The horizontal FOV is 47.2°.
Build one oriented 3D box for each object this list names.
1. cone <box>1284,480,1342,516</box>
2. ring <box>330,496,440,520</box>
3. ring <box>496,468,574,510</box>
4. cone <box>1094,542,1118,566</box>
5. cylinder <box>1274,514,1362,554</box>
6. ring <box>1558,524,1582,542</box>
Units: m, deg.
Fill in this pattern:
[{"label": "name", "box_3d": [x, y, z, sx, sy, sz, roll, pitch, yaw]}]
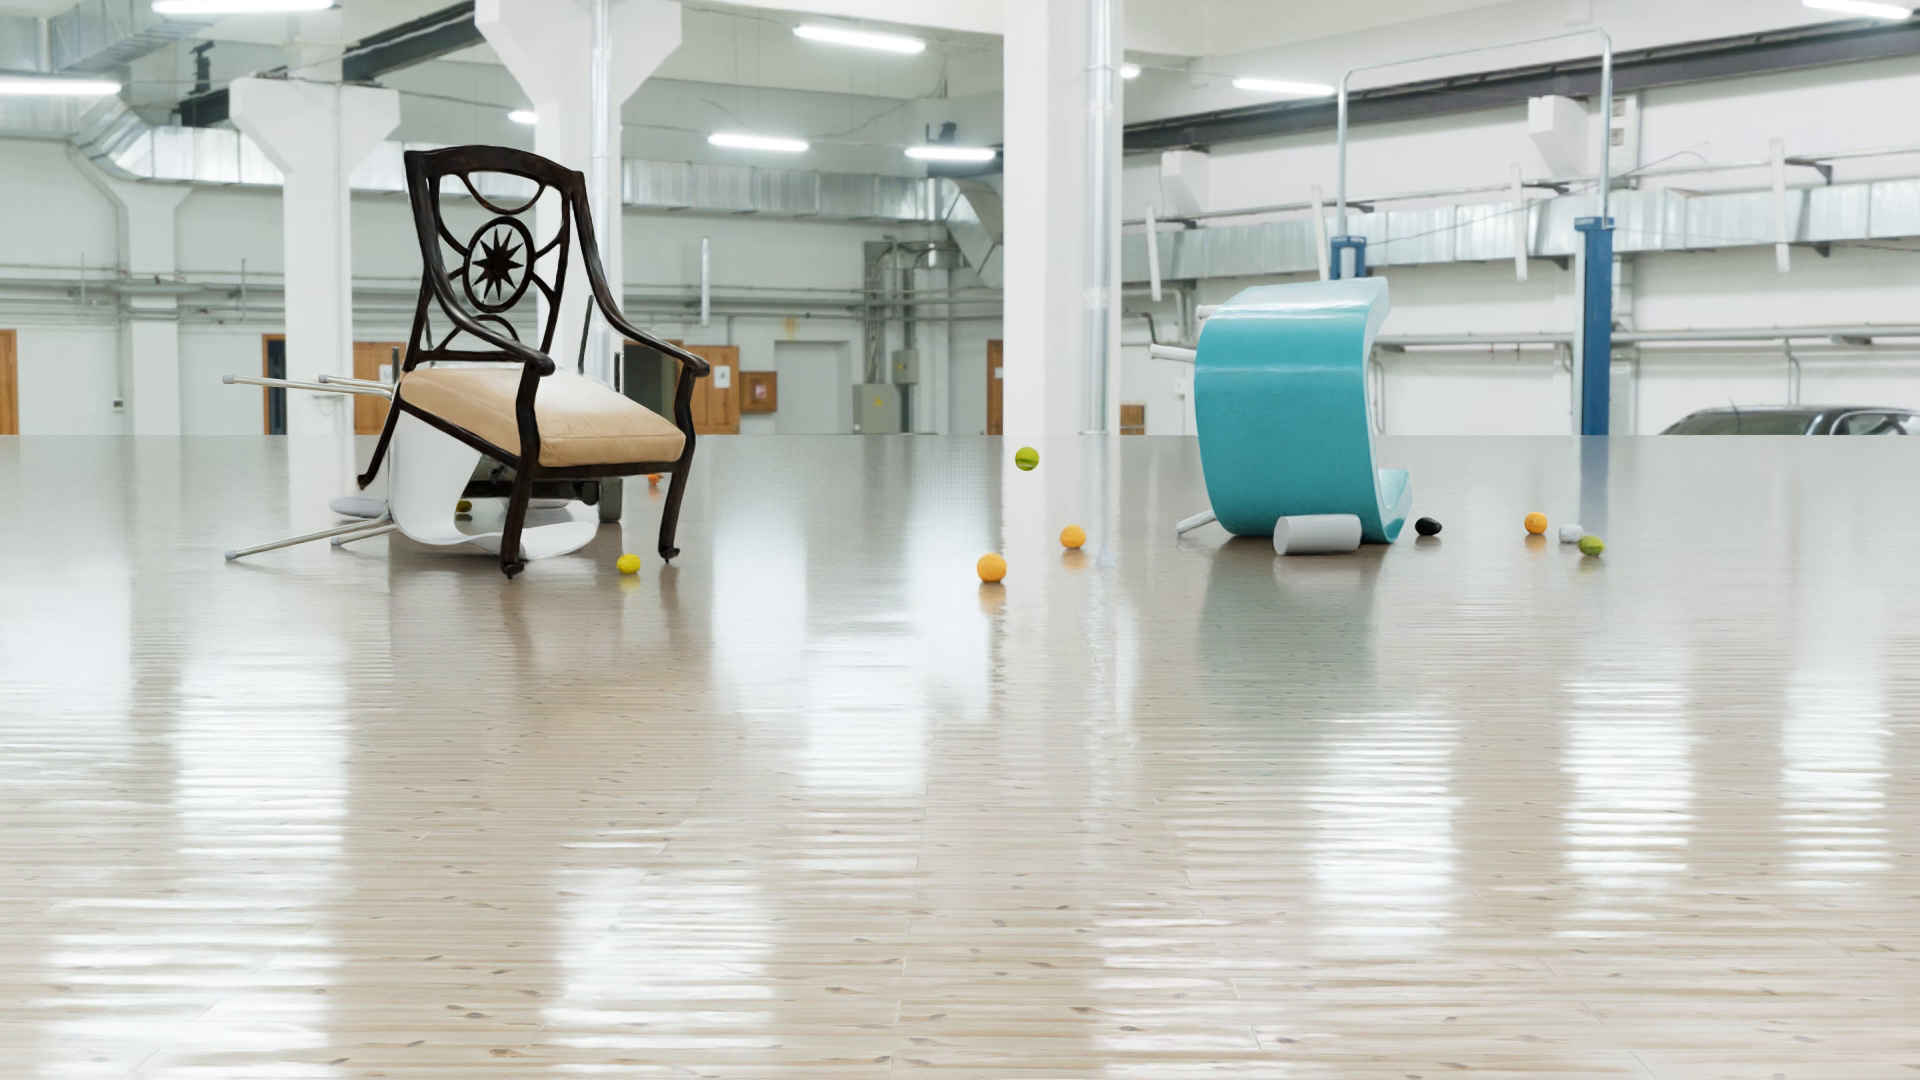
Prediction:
[{"label": "cone", "box_3d": [1.275, -0.109, 7.686, 0.151, 0.106, 0.241, -31, 42, -25]}, {"label": "ring", "box_3d": [-2.011, -0.112, 7.697, 0.378, 0.059, 0.373, 5, 5, 18]}, {"label": "ring", "box_3d": [-1.603, -0.192, 8.309, 0.282, 0.146, 0.316, 0, 5, 18]}, {"label": "cone", "box_3d": [0.372, 0.033, 5.605, 0.062, 0.063, 0.047, 1, 4, 20]}, {"label": "cylinder", "box_3d": [0.973, -0.014, 5.983, 0.219, 0.109, 0.085, -1, 28, -19]}, {"label": "ring", "box_3d": [1.796, -0.018, 6.466, 0.068, 0.048, 0.133, 4, 6, 23]}]
